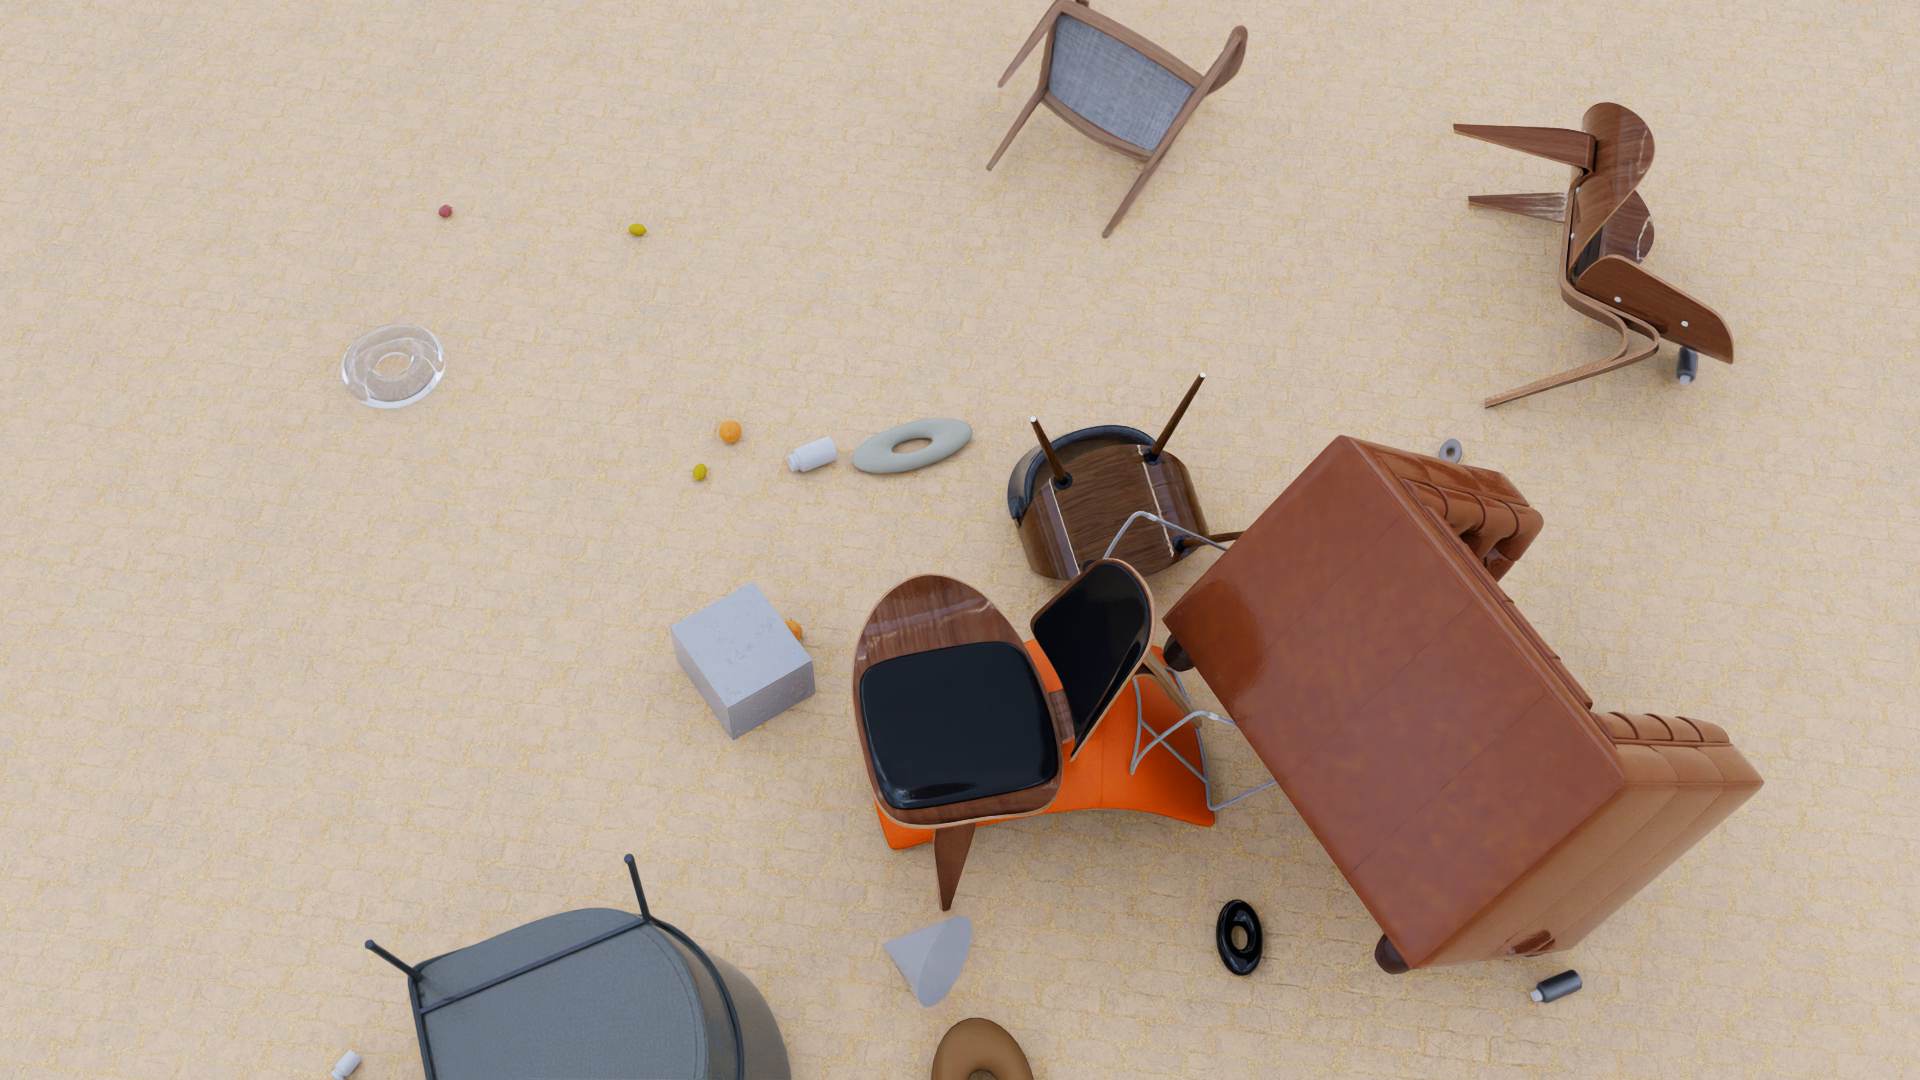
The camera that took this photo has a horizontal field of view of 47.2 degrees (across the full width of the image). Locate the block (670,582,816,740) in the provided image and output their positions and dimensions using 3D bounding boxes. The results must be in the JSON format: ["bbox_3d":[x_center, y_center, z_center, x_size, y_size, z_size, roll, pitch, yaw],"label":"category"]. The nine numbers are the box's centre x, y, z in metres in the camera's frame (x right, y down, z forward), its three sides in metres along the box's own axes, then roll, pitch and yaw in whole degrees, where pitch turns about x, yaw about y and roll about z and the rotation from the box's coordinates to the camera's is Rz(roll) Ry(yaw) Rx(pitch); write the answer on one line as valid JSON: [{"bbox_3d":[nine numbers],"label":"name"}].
[{"bbox_3d":[-0.614,0.341,6.234,0.275,0.185,0.315,-29,61,-18],"label":"block"}]

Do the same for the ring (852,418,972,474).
[{"bbox_3d":[-0.146,-0.289,6.739,0.387,0.048,0.168,-16,57,-10],"label":"ring"}]

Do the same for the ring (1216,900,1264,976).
[{"bbox_3d":[0.741,1.054,5.833,0.125,0.056,0.217,-1,55,1],"label":"ring"}]

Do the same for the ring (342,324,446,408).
[{"bbox_3d":[-1.776,-0.547,6.892,0.324,0.084,0.328,17,57,12],"label":"ring"}]

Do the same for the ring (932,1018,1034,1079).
[{"bbox_3d":[0.061,1.407,5.569,0.266,0.104,0.413,-9,57,-5],"label":"ring"}]

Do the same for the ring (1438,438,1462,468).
[{"bbox_3d":[1.501,-0.264,6.732,0.067,0.032,0.111,19,59,10],"label":"ring"}]

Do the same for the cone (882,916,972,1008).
[{"bbox_3d":[-0.123,1.087,5.796,0.205,0.175,0.275,8,48,34],"label":"cone"}]
